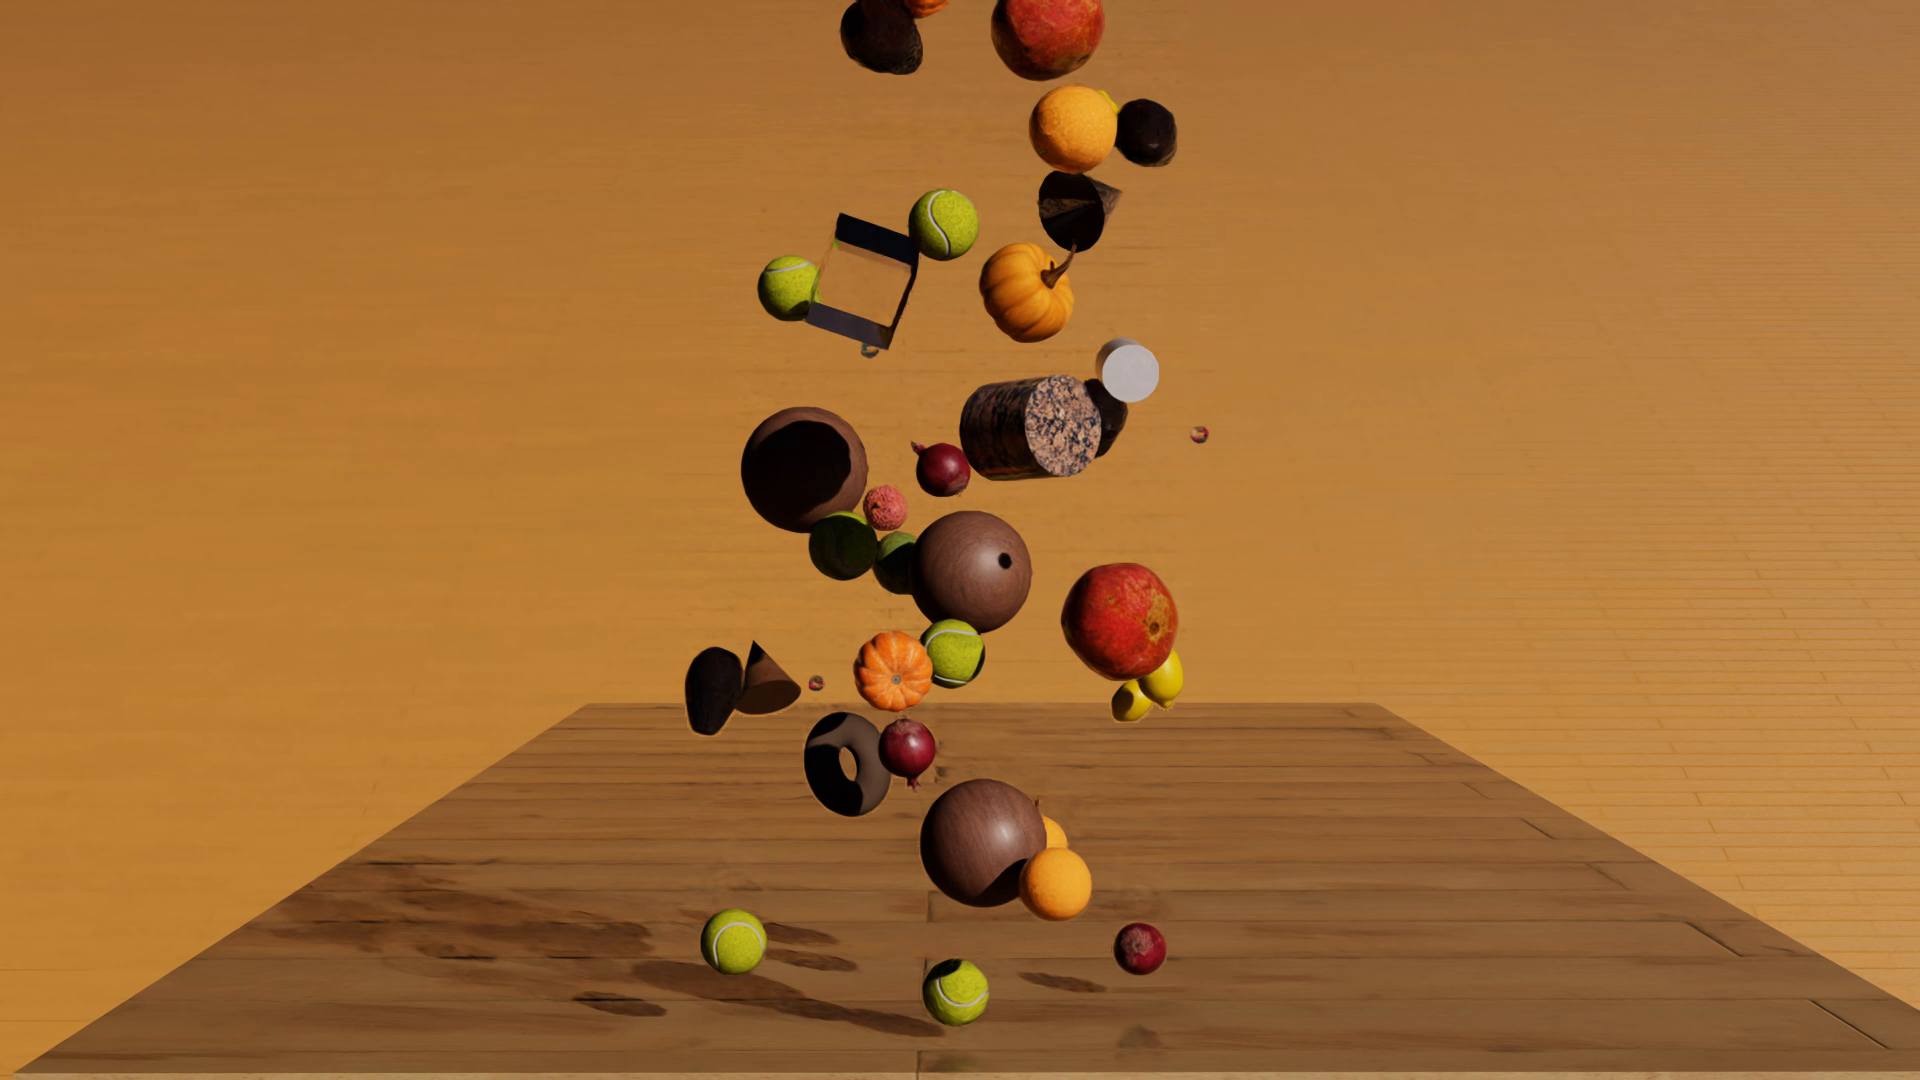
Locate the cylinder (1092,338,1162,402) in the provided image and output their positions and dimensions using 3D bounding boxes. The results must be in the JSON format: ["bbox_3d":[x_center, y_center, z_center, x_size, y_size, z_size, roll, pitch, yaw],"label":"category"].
[{"bbox_3d":[0.148,-0.151,2.290,0.051,0.051,0.051,-7,-2,-14],"label":"cylinder"}]

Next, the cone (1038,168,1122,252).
[{"bbox_3d":[0.132,-0.326,2.481,0.081,0.081,0.081,20,31,36],"label":"cone"}]

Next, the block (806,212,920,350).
[{"bbox_3d":[-0.087,-0.233,2.325,0.078,0.078,0.078,18,29,-8],"label":"block"}]

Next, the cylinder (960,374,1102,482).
[{"bbox_3d":[0.062,-0.099,2.297,0.090,0.090,0.090,-21,12,-38],"label":"cylinder"}]

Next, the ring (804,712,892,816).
[{"bbox_3d":[-0.127,0.254,2.925,0.040,0.120,0.120,-20,7,42],"label":"ring"}]

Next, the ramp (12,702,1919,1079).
[{"bbox_3d":[0.058,0.521,4.560,2.000,0.100,4.000,0,2,0],"label":"ramp"}]

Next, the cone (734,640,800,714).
[{"bbox_3d":[-0.214,0.138,2.766,0.072,0.072,0.072,-7,61,-14],"label":"cone"}]
